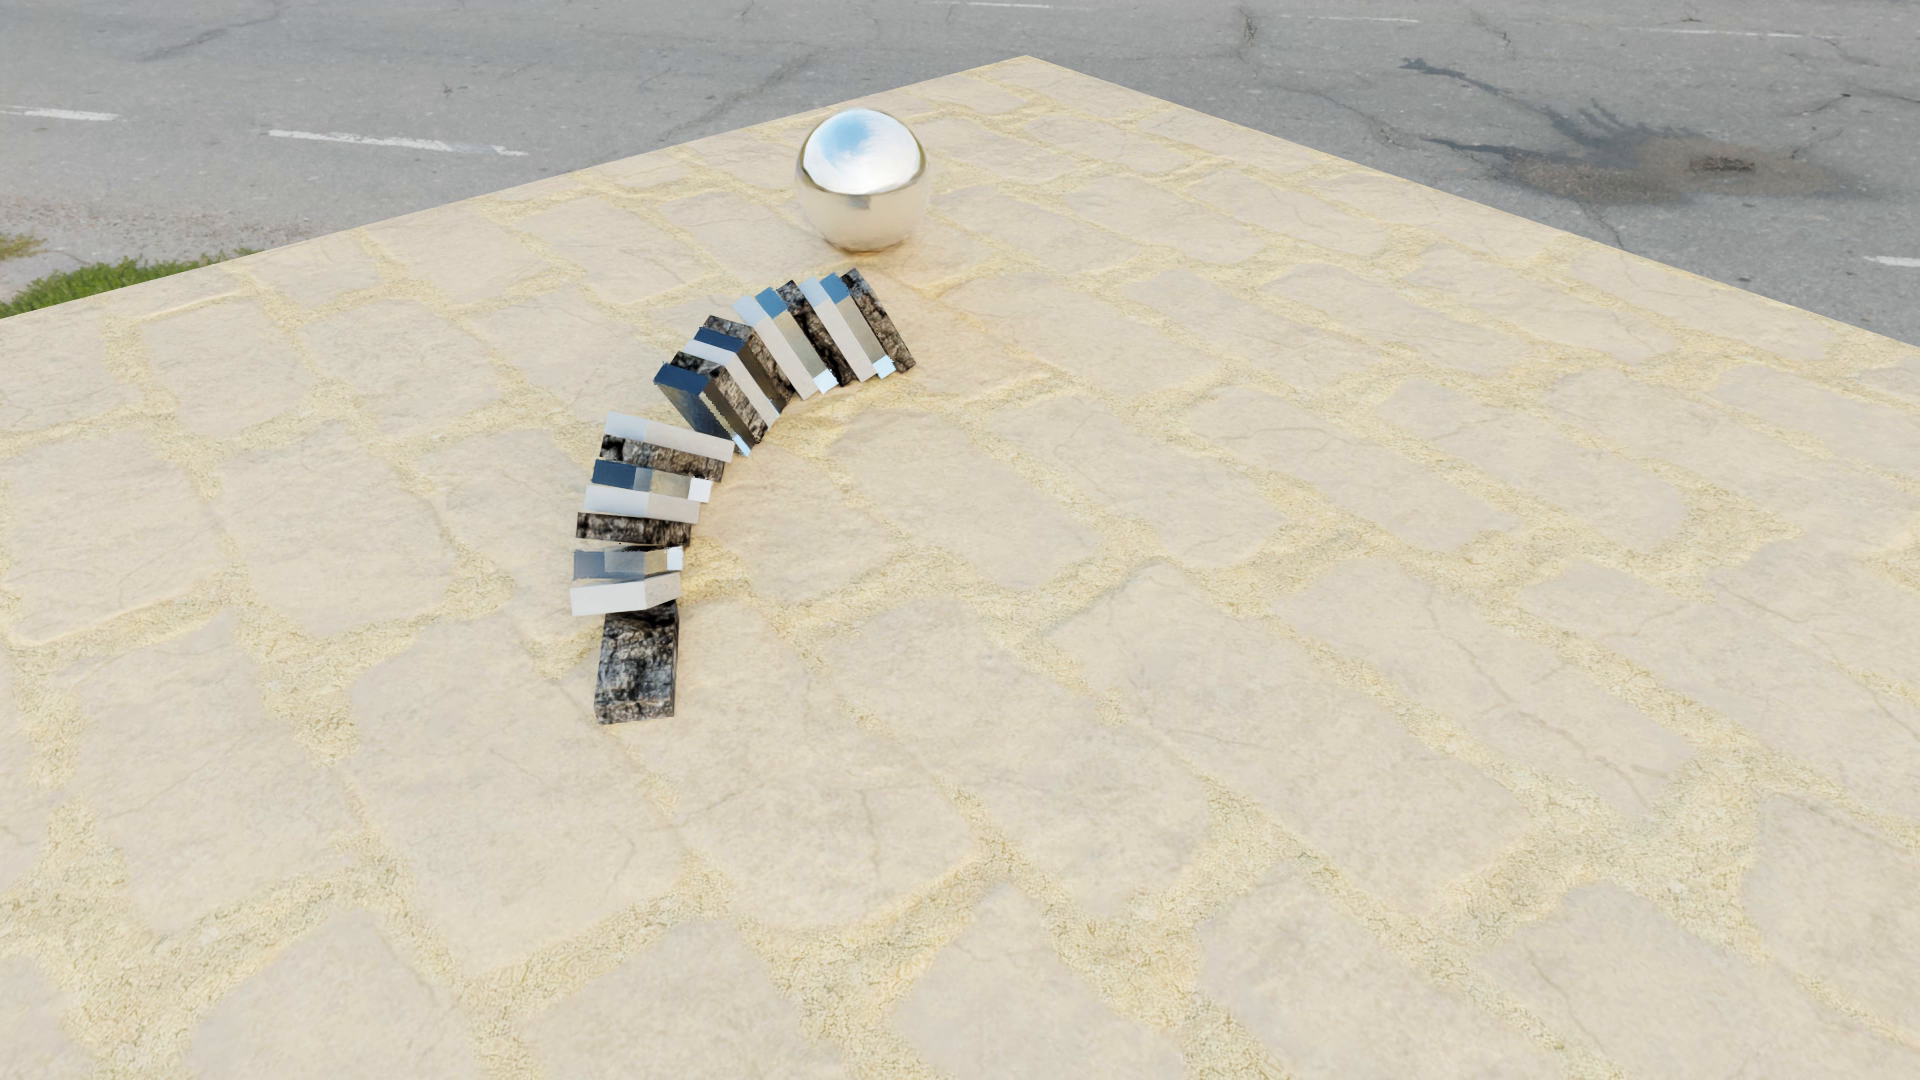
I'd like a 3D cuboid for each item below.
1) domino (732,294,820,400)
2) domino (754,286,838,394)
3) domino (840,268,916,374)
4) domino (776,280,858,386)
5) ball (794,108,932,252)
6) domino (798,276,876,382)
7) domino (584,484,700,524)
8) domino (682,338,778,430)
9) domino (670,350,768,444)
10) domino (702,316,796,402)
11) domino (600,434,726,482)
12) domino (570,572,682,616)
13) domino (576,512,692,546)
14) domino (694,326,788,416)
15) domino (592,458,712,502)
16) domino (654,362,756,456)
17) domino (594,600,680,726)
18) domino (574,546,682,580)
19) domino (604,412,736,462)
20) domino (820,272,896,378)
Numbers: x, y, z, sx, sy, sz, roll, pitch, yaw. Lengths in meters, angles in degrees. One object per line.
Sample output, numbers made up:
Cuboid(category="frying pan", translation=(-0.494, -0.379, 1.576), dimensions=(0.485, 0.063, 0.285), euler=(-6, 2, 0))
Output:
Cuboid(category="domino", translation=(-0.087, -0.091, 0.523), dimensions=(0.009, 0.050, 0.025), euler=(-39, 48, -6))
Cuboid(category="domino", translation=(-0.078, -0.096, 0.529), dimensions=(0.010, 0.050, 0.025), euler=(-36, 46, -2))
Cuboid(category="domino", translation=(-0.040, -0.108, 0.544), dimensions=(0.010, 0.050, 0.025), euler=(-34, 45, -1))
Cuboid(category="domino", translation=(-0.069, -0.100, 0.534), dimensions=(0.009, 0.050, 0.025), euler=(-34, 45, -1))
Cuboid(category="ball", translation=(-0.057, -0.210, 0.644), dimensions=(0.080, 0.080, 0.080), euler=(0, 39, 0))
Cuboid(category="domino", translation=(-0.060, -0.103, 0.537), dimensions=(0.009, 0.050, 0.025), euler=(-34, 45, -1))
Cuboid(category="domino", translation=(-0.125, -0.014, 0.436), dimensions=(0.025, 0.009, 0.050), euler=(7, -1, 9))
Cuboid(category="domino", translation=(-0.104, -0.069, 0.497), dimensions=(0.025, 0.050, 0.009), euler=(20, 71, 23))
Cuboid(category="domino", translation=(-0.107, -0.063, 0.489), dimensions=(0.025, 0.050, 0.009), euler=(20, 71, 23))
Cuboid(category="domino", translation=(-0.099, -0.083, 0.514), dimensions=(0.025, 0.050, 0.010), euler=(19, 70, 24))
Cuboid(category="domino", translation=(-0.123, -0.034, 0.460), dimensions=(0.025, 0.009, 0.050), euler=(13, 1, 22))
Cuboid(category="domino", translation=(-0.119, 0.019, 0.396), dimensions=(0.025, 0.009, 0.050), euler=(-5, 2, -1))
Cuboid(category="domino", translation=(-0.125, -0.004, 0.424), dimensions=(0.025, 0.009, 0.050), euler=(5, -1, 6))
Cuboid(category="domino", translation=(-0.101, -0.076, 0.506), dimensions=(0.025, 0.050, 0.009), euler=(20, 71, 23))
Cuboid(category="domino", translation=(-0.124, -0.024, 0.448), dimensions=(0.025, 0.009, 0.050), euler=(10, 0, 14))
Cuboid(category="domino", translation=(-0.111, -0.056, 0.481), dimensions=(0.025, 0.050, 0.010), euler=(20, 71, 23))
Cuboid(category="domino", translation=(-0.114, 0.043, 0.392), dimensions=(0.025, 0.010, 0.050), euler=(-6, 40, -7))
Cuboid(category="domino", translation=(-0.123, 0.008, 0.411), dimensions=(0.025, 0.009, 0.050), euler=(1, 2, 1))
Cuboid(category="domino", translation=(-0.123, -0.044, 0.471), dimensions=(0.025, 0.010, 0.050), euler=(14, 1, 33))
Cuboid(category="domino", translation=(-0.050, -0.105, 0.540), dimensions=(0.009, 0.050, 0.025), euler=(-34, 45, -1))
